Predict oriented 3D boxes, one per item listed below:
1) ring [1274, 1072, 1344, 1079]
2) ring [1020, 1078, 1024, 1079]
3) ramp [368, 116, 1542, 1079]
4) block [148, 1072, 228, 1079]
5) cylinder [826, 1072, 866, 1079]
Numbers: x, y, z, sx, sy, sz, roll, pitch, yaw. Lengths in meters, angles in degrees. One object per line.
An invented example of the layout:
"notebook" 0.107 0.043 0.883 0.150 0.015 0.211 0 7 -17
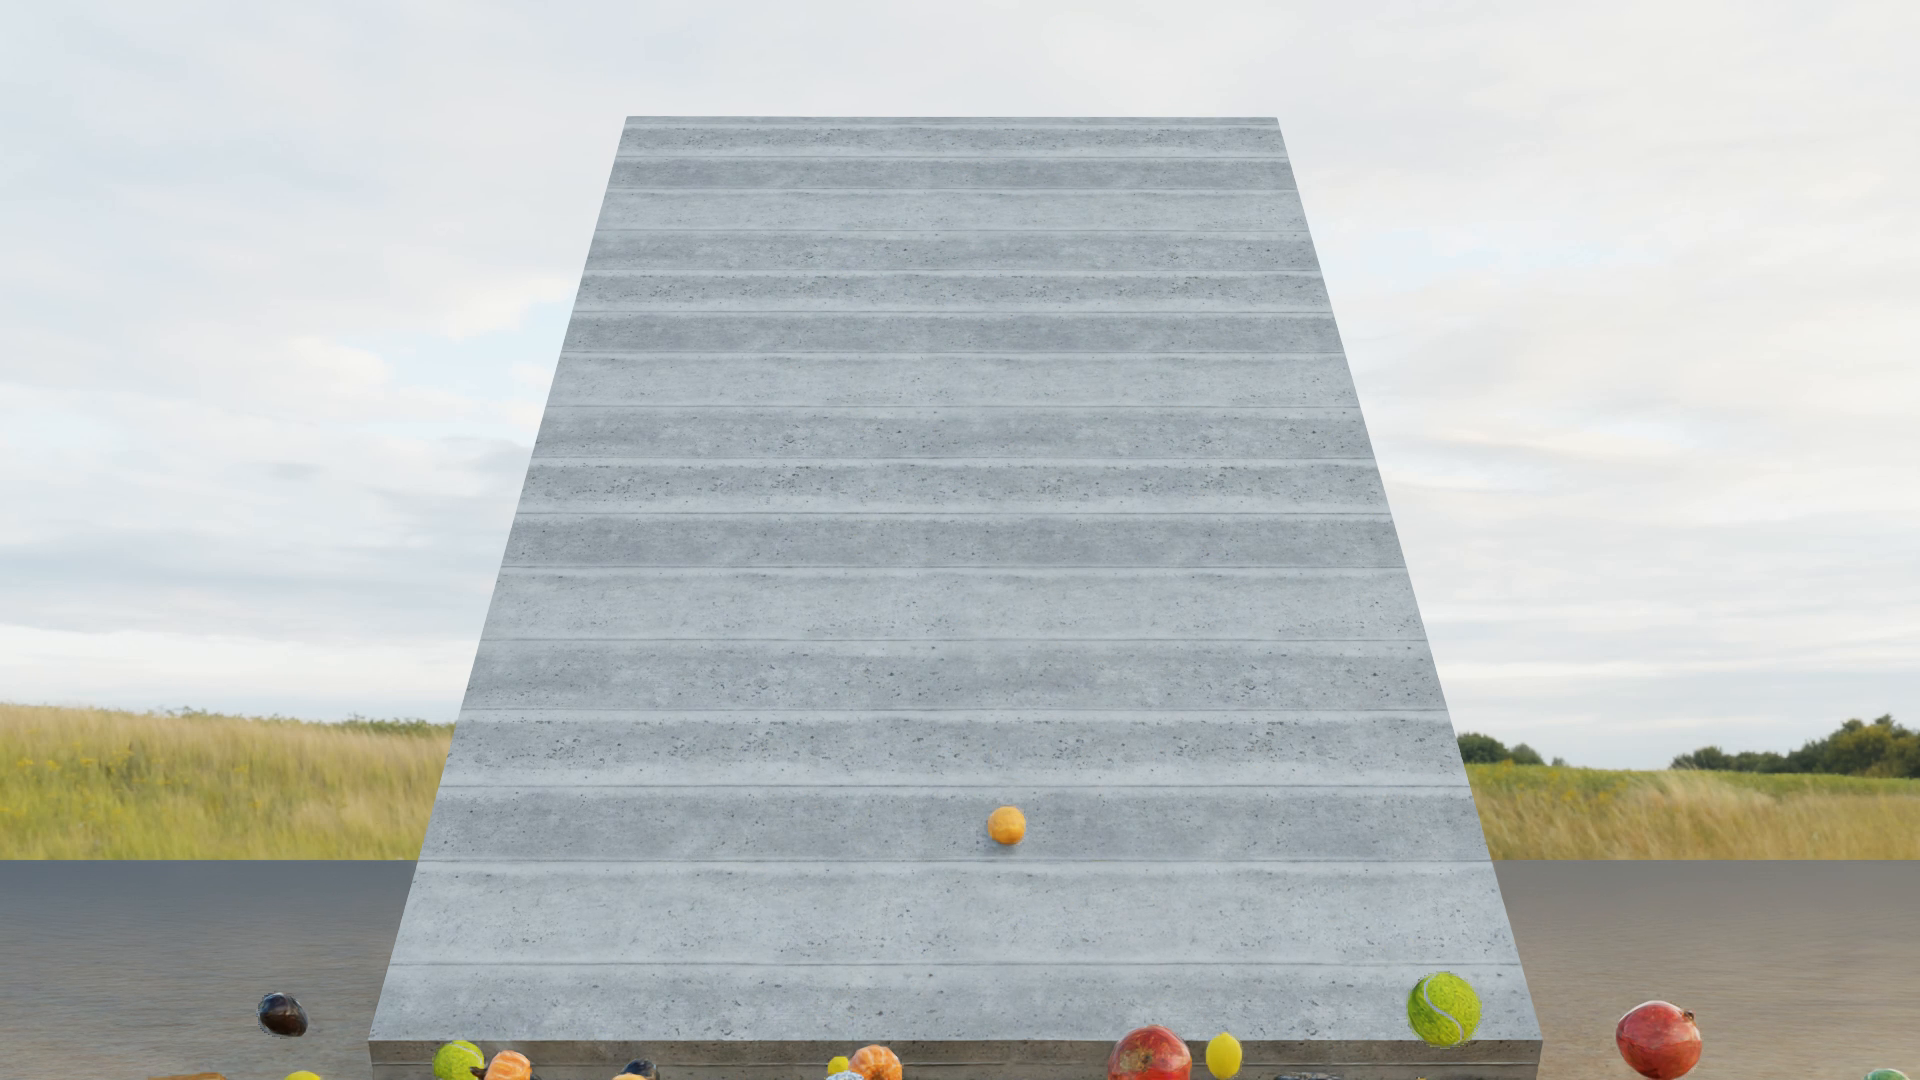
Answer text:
"ring" 0.557 0.875 3.917 0.123 0.041 0.123 0 -6 0
"ring" 0.075 0.677 2.772 0.045 0.135 0.135 -9 -10 18
"ramp" -0.015 -0.183 5.888 2.000 0.100 4.000 0 33 0
"block" -0.983 0.737 3.137 0.090 0.090 0.090 -4 -23 -2
"cylinder" -0.121 0.696 2.916 0.094 0.094 0.094 -5 -41 37
